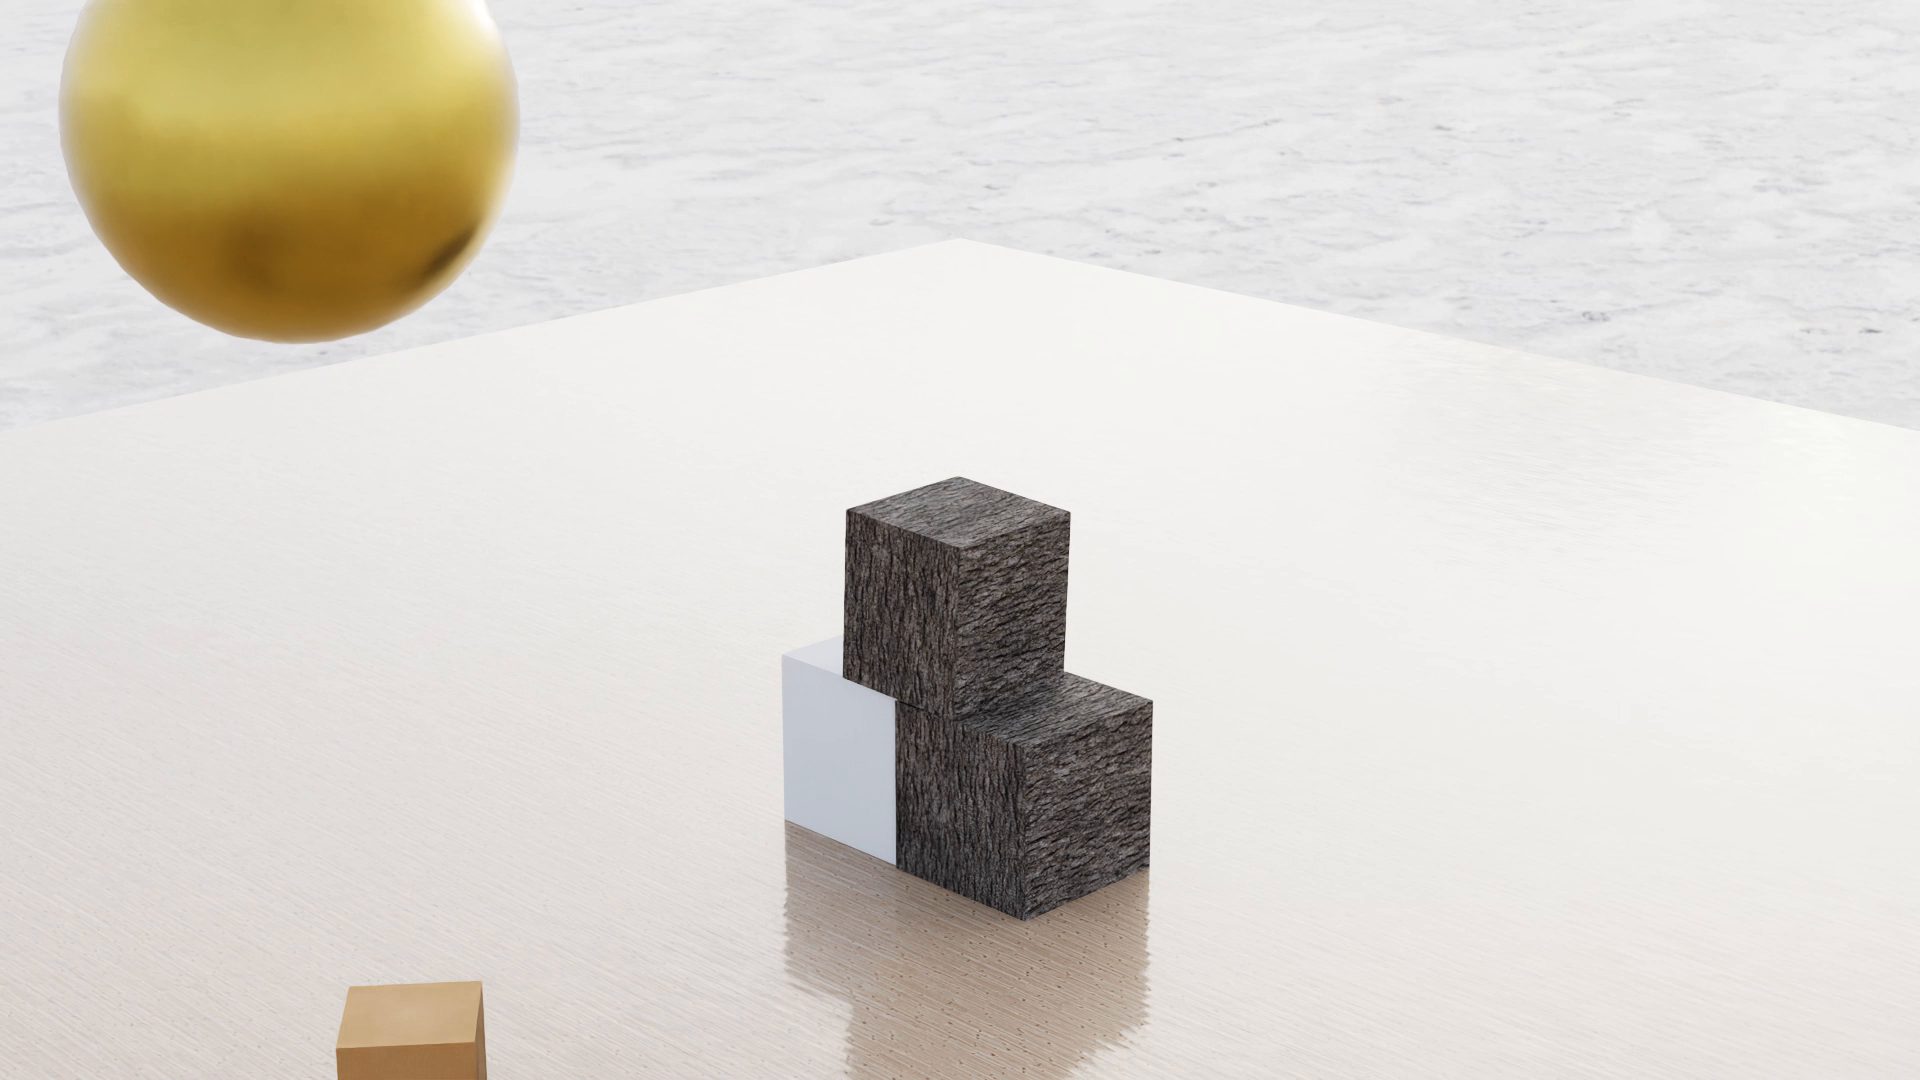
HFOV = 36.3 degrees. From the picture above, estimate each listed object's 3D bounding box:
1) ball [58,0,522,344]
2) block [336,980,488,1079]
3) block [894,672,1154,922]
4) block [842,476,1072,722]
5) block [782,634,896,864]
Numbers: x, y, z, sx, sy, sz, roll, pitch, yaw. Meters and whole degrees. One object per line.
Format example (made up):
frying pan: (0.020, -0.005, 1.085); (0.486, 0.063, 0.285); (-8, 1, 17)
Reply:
ball: (-2.364, -1.494, 10.394); (1.600, 1.600, 1.600); (0, 17, 0)
block: (-2.061, 2.019, 11.076); (0.503, 0.507, 0.513); (-2, 18, -5)
block: (0.291, 1.121, 13.405); (0.823, 0.824, 0.833); (17, 24, 42)
block: (-0.018, 0.253, 13.375); (0.704, 0.818, 0.740); (19, 25, 40)
block: (-0.283, 0.938, 13.957); (0.793, 0.841, 0.791); (-17, 24, -42)
